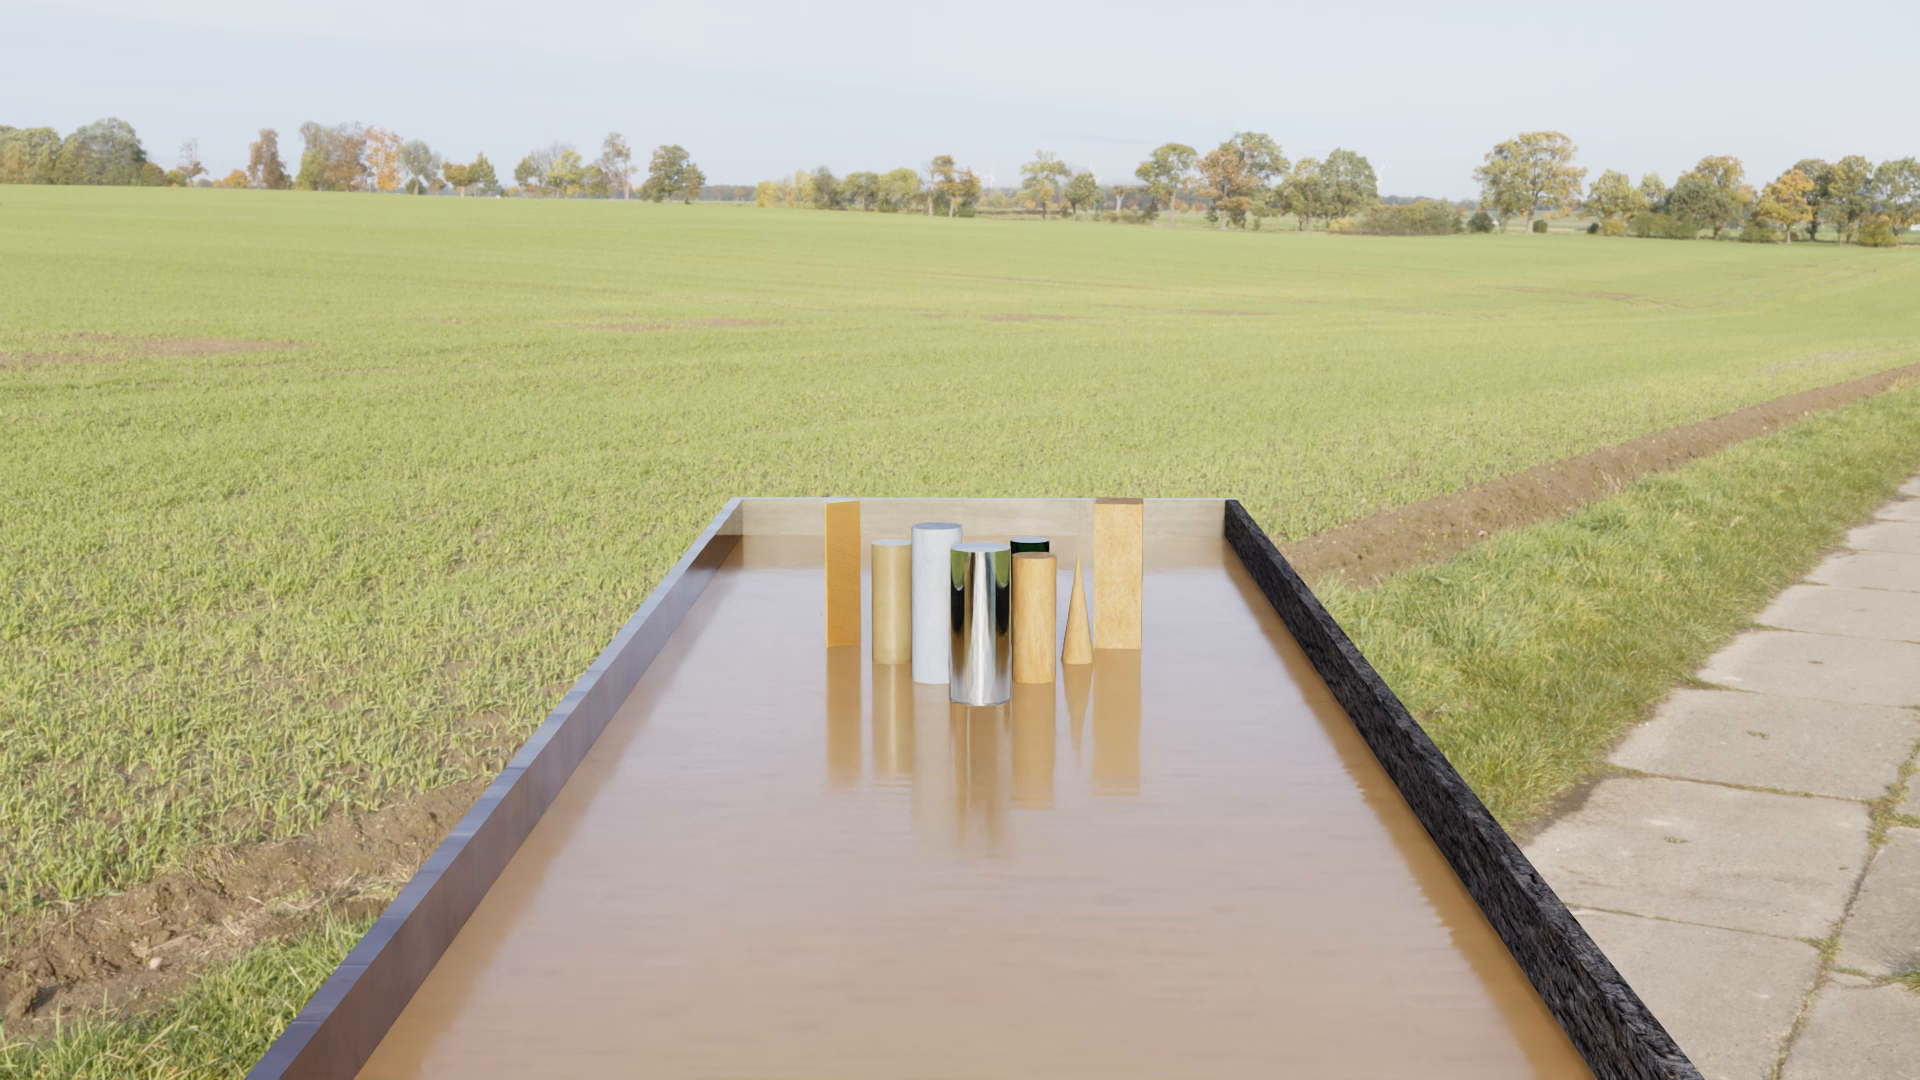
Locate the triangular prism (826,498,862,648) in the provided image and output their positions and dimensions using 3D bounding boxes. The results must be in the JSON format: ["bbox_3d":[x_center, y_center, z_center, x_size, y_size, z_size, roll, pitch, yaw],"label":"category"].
[{"bbox_3d":[-0.395,0.099,6.930,0.127,0.456,0.110,-6,11,-33],"label":"triangular prism"}]

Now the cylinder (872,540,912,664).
[{"bbox_3d":[-0.204,0.187,6.673,0.129,0.363,0.129,0,9,0],"label":"cylinder"}]

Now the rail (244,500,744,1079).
[{"bbox_3d":[-1.004,0.839,3.234,0.050,0.150,12.000,0,9,1],"label":"rail"}]

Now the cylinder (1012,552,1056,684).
[{"bbox_3d":[0.216,0.225,6.418,0.129,0.366,0.129,0,9,0],"label":"cylinder"}]

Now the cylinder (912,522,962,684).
[{"bbox_3d":[-0.068,0.183,6.414,0.148,0.452,0.148,0,9,0],"label":"cylinder"}]

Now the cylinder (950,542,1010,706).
[{"bbox_3d":[0.057,0.234,6.153,0.170,0.432,0.170,0,9,0],"label":"cylinder"}]

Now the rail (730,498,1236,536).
[{"bbox_3d":[0.099,-0.098,9.147,2.100,0.150,0.050,0,9,1],"label":"rail"}]

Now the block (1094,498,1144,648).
[{"bbox_3d":[0.498,0.103,6.907,0.148,0.455,0.148,1,9,5],"label":"block"}]

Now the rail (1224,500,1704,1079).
[{"bbox_3d":[1.046,0.843,3.208,0.050,0.150,12.000,0,9,1],"label":"rail"}]

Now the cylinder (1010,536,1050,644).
[{"bbox_3d":[0.219,0.163,6.921,0.124,0.332,0.124,0,9,0],"label":"cylinder"}]

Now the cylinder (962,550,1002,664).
[{"bbox_3d":[0.058,0.201,6.701,0.146,0.326,0.146,0,9,0],"label":"cylinder"}]

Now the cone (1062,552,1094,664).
[{"bbox_3d":[0.358,0.196,6.666,0.101,0.346,0.101,0,9,0],"label":"cone"}]
